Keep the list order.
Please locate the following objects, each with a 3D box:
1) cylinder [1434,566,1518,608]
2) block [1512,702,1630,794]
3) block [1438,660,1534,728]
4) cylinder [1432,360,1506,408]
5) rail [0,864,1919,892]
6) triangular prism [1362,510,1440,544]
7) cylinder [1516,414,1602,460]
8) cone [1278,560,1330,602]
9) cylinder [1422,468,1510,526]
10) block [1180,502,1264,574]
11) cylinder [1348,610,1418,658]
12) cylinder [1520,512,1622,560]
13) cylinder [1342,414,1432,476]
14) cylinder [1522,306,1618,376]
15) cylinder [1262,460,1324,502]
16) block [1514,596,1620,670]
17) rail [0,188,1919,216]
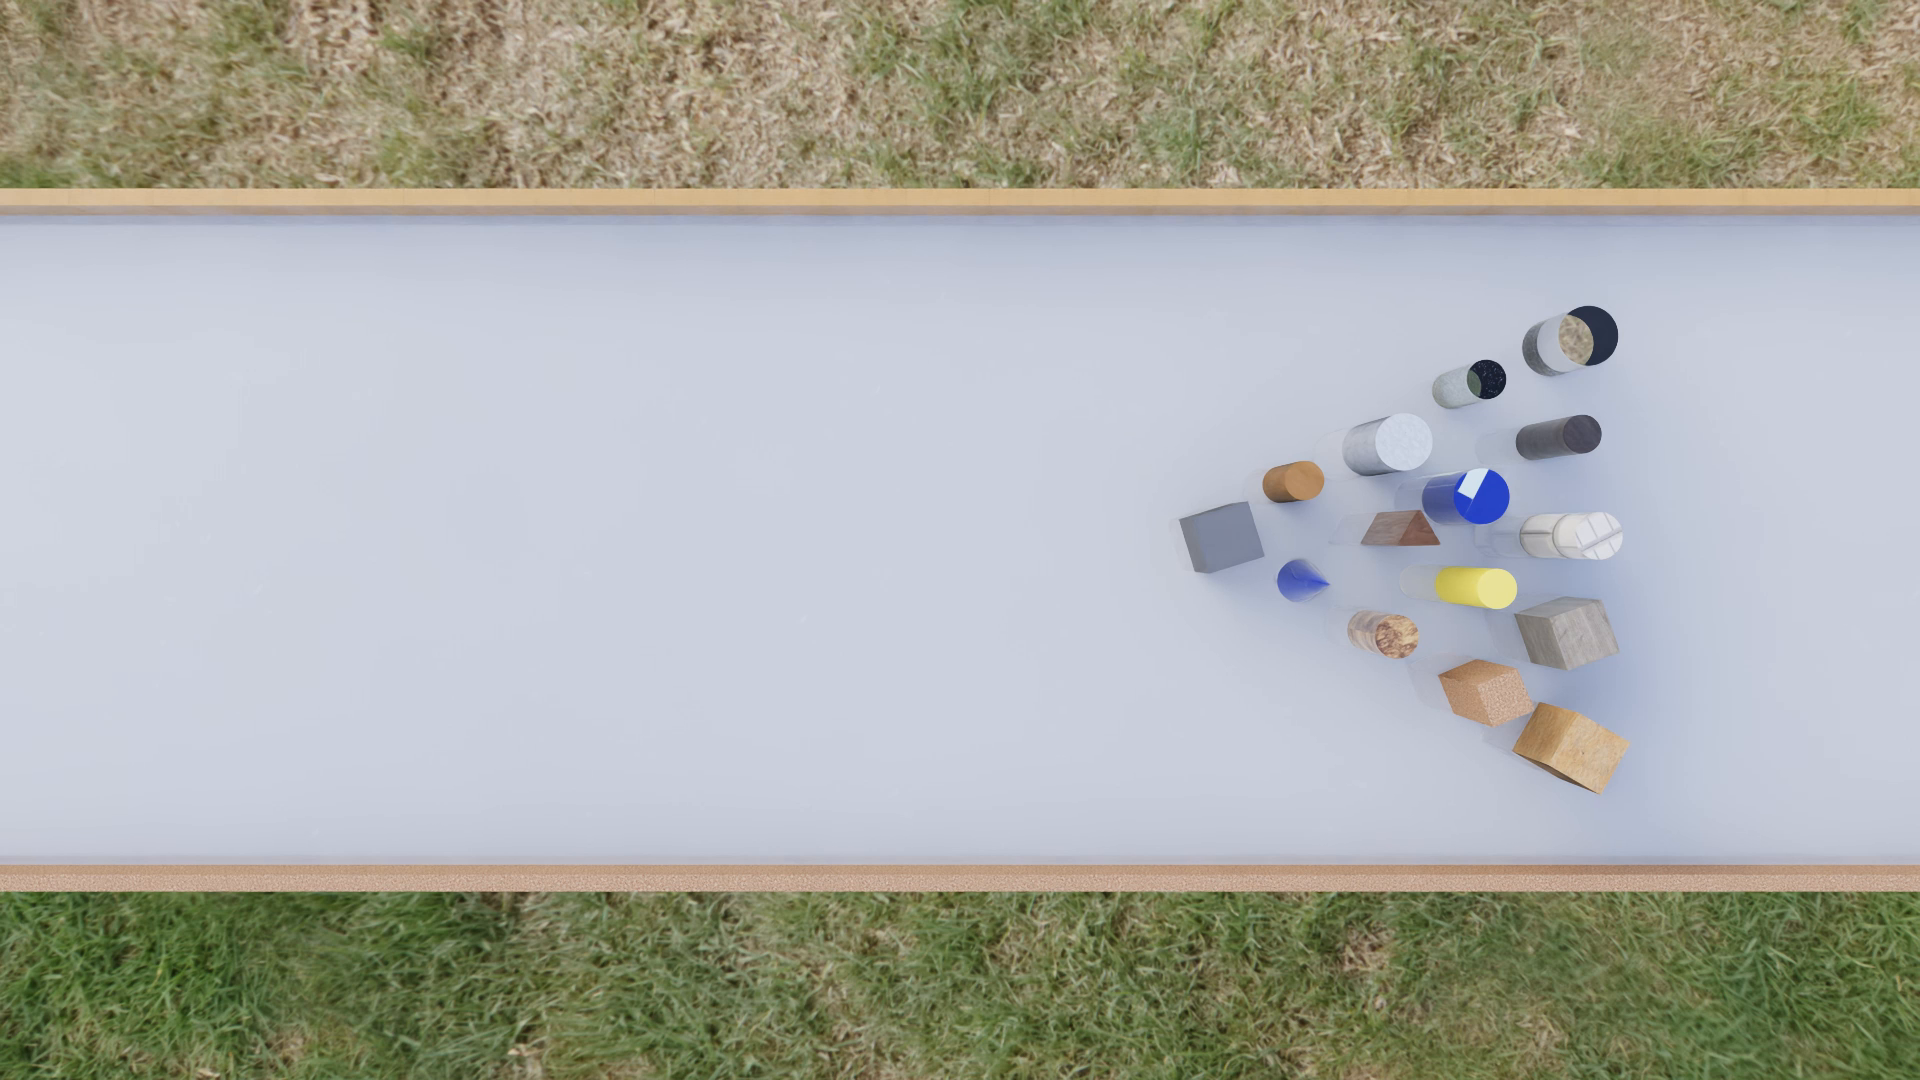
[{"bbox_3d":[1.518,0.138,4.870,0.114,0.413,0.114,0,90,0],"label":"cylinder"},{"bbox_3d":[1.817,0.617,4.918,0.174,0.317,0.174,30,90,0],"label":"block"},{"bbox_3d":[1.555,0.450,4.889,0.129,0.375,0.129,-23,90,0],"label":"block"},{"bbox_3d":[1.510,-0.461,4.903,0.115,0.347,0.115,0,90,0],"label":"cylinder"},{"bbox_3d":[-2.247,1.025,5.001,12.000,0.150,0.050,0,90,0],"label":"rail"},{"bbox_3d":[1.290,-0.036,4.851,0.114,0.451,0.098,-1,90,0],"label":"triangular prism"},{"bbox_3d":[1.765,-0.301,4.877,0.111,0.398,0.111,0,90,0],"label":"cylinder"},{"bbox_3d":[1.042,0.126,4.858,0.132,0.438,0.132,0,90,0],"label":"cone"},{"bbox_3d":[1.502,-0.126,4.913,0.162,0.327,0.162,0,90,0],"label":"cylinder"},{"bbox_3d":[0.778,-0.008,4.926,0.168,0.301,0.168,-17,90,0],"label":"block"},{"bbox_3d":[1.255,0.278,4.906,0.126,0.341,0.126,0,90,0],"label":"cylinder"},{"bbox_3d":[1.789,-0.012,4.847,0.134,0.460,0.134,0,90,0],"label":"cylinder"},{"bbox_3d":[1.257,-0.278,4.872,0.163,0.409,0.163,0,90,0],"label":"cylinder"},{"bbox_3d":[1.817,-0.591,4.922,0.174,0.308,0.174,0,90,0],"label":"cylinder"},{"bbox_3d":[0.988,-0.171,4.902,0.114,0.350,0.114,0,90,0],"label":"cylinder"},{"bbox_3d":[1.808,0.276,4.924,0.161,0.305,0.161,-19,90,0],"label":"block"},{"bbox_3d":[-2.247,-1.025,5.002,12.000,0.150,0.050,0,90,0],"label":"rail"}]
